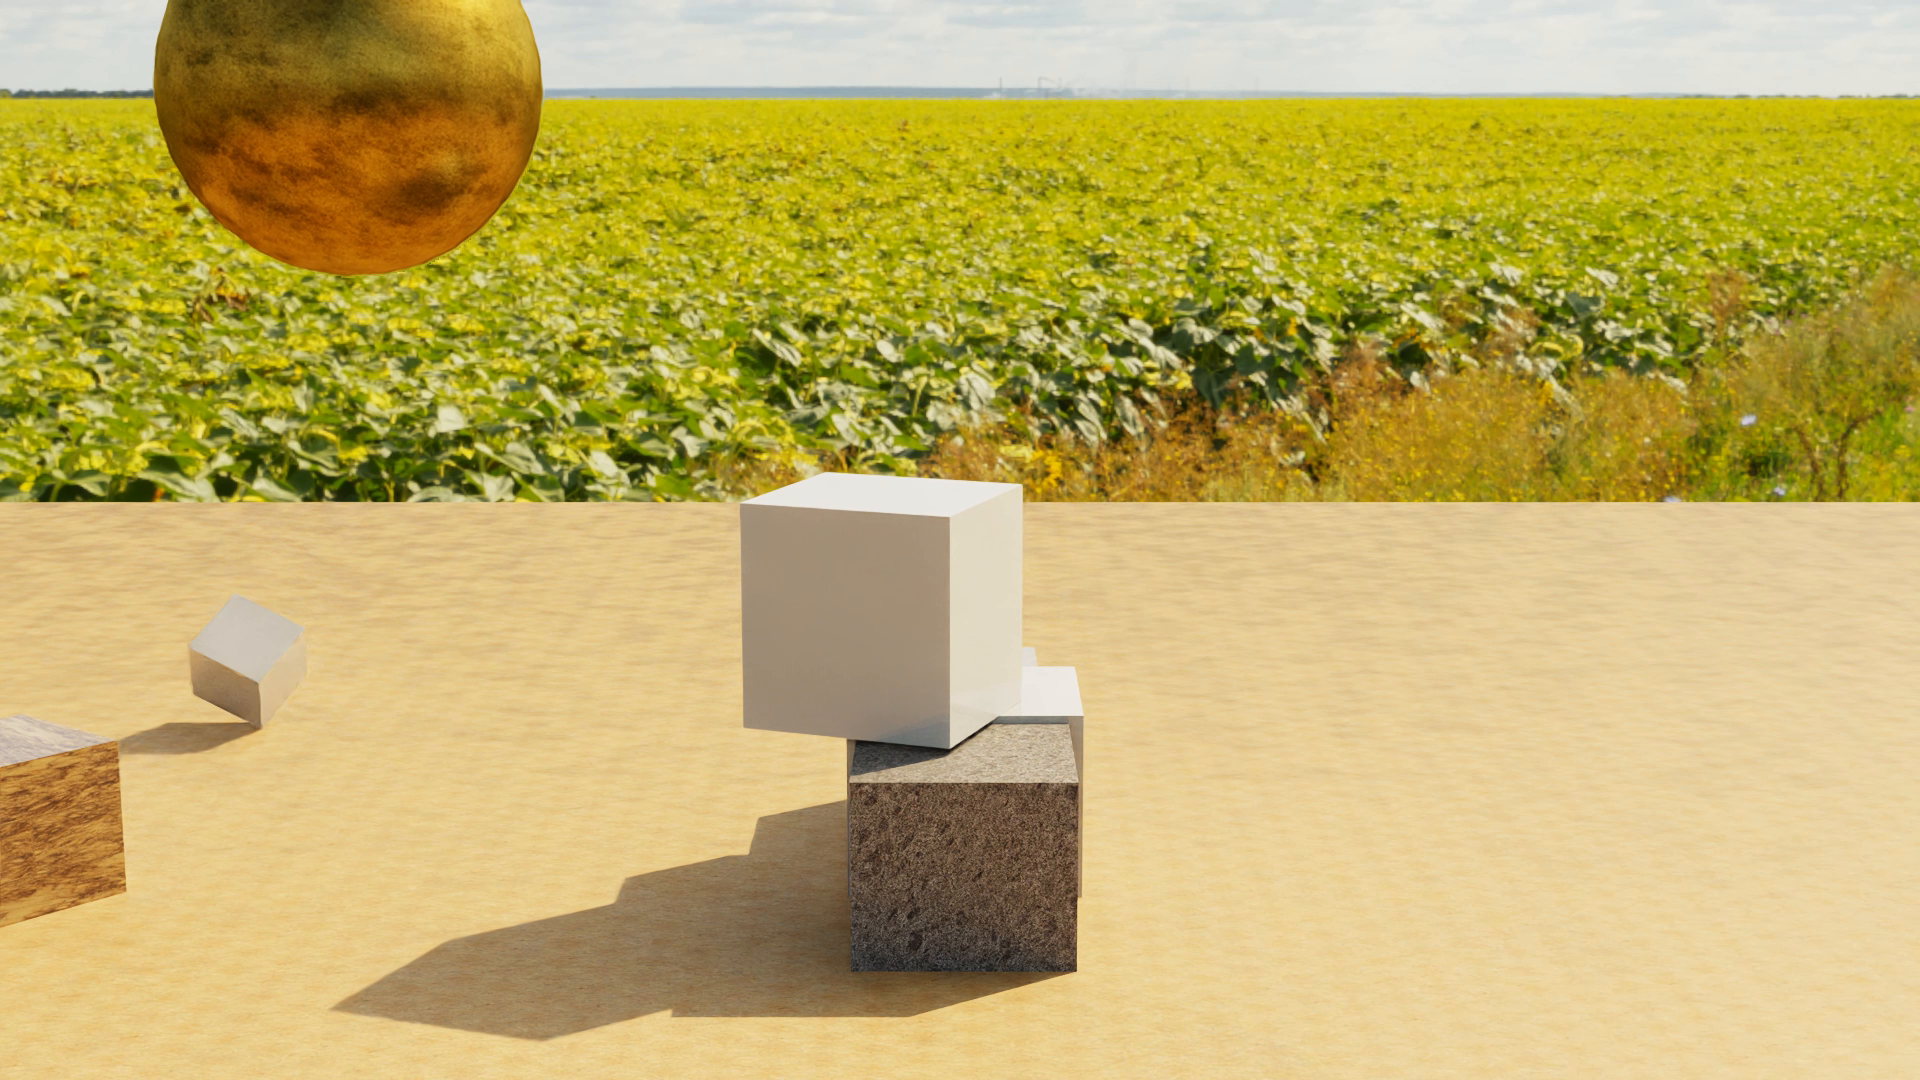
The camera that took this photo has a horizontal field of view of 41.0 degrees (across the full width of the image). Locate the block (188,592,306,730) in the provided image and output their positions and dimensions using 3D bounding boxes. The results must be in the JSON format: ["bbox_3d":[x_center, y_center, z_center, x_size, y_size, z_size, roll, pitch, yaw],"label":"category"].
[{"bbox_3d":[-3.856,0.657,13.904,0.441,0.442,0.426,25,51,8],"label":"block"}]

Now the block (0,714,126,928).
[{"bbox_3d":[-4.152,1.209,11.012,0.733,0.681,0.783,8,13,37],"label":"block"}]

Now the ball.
[{"bbox_3d":[-2.571,-1.919,10.831,1.600,1.600,1.600,0,10,0],"label":"ball"}]

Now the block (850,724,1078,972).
[{"bbox_3d":[0.016,1.246,10.548,0.896,0.774,0.923,0,10,0],"label":"block"}]

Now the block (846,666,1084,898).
[{"bbox_3d":[0.022,1.064,11.459,1.012,0.807,0.920,0,10,0],"label":"block"}]

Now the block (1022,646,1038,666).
[{"bbox_3d":[0.012,0.951,12.300,0.711,0.728,0.750,0,10,0],"label":"block"}]

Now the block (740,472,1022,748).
[{"bbox_3d":[-0.318,0.274,10.877,0.927,0.955,0.864,4,11,21],"label":"block"}]
